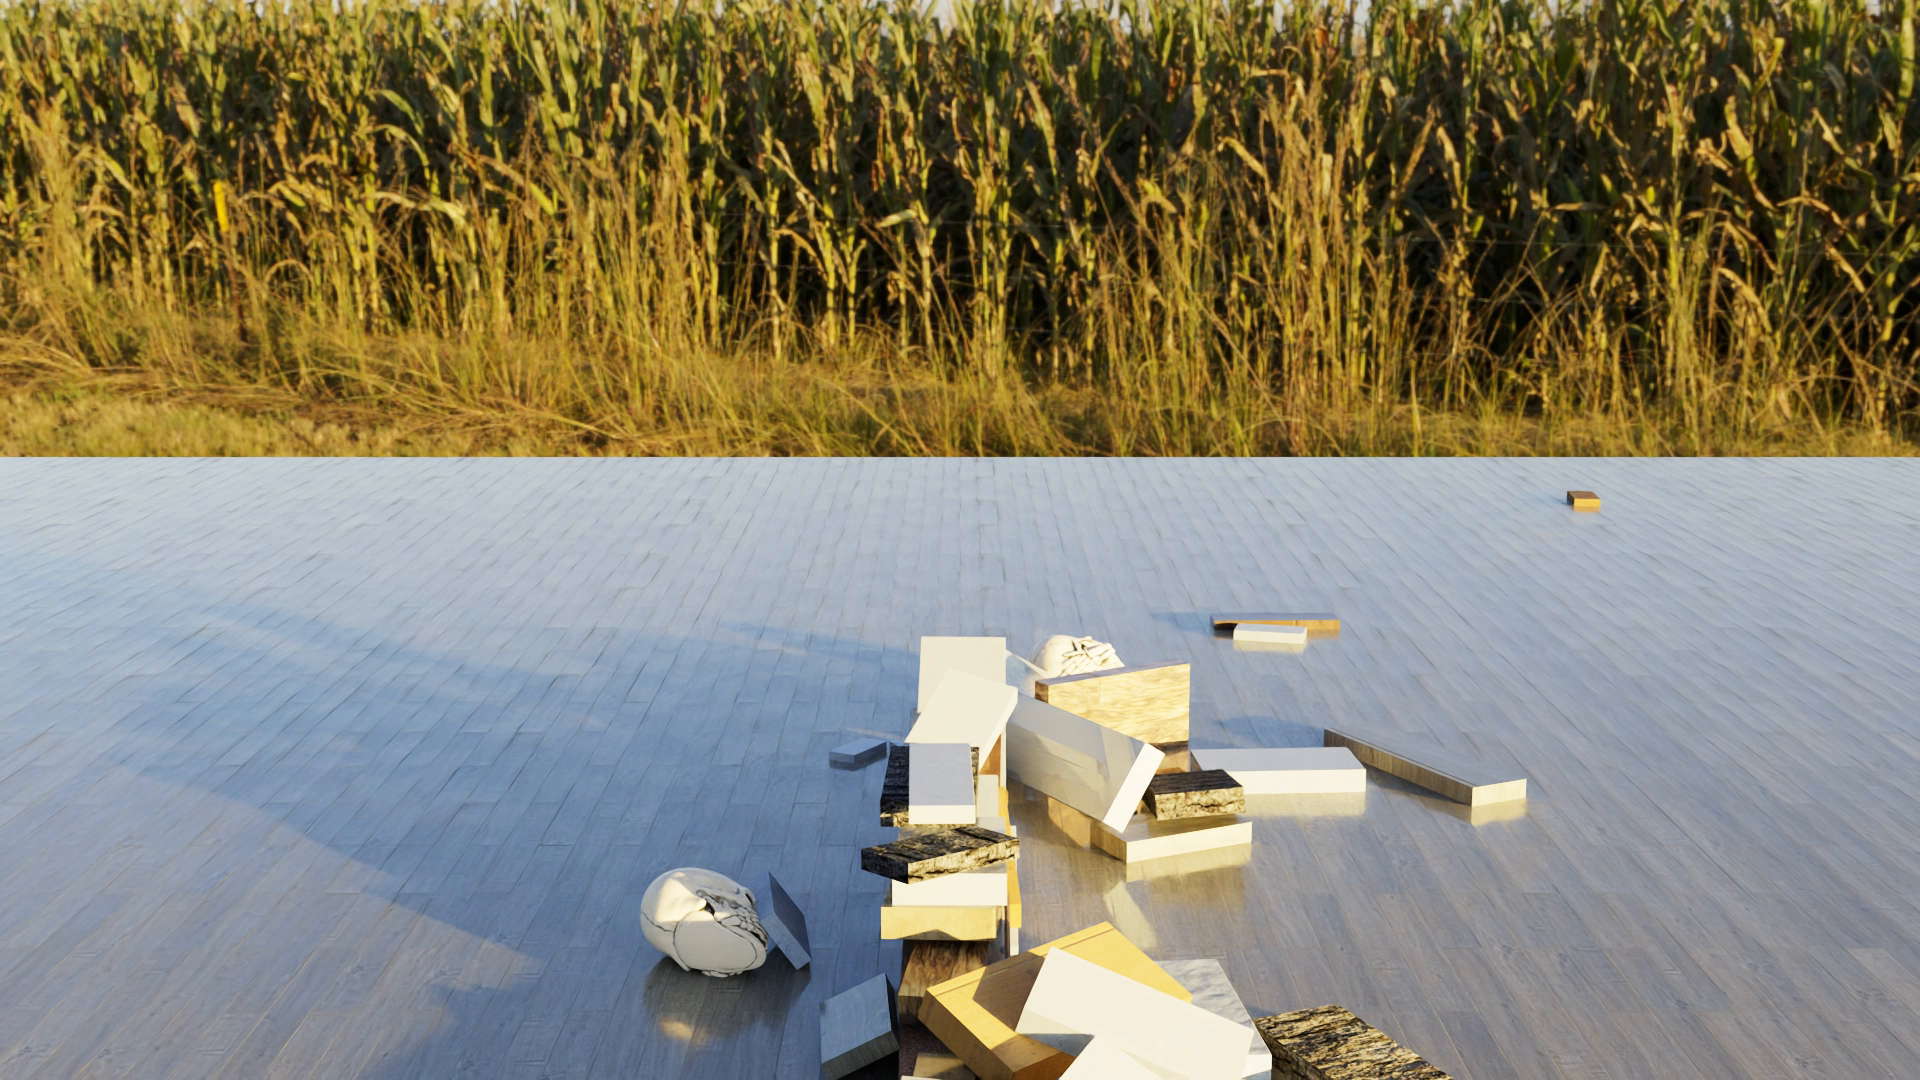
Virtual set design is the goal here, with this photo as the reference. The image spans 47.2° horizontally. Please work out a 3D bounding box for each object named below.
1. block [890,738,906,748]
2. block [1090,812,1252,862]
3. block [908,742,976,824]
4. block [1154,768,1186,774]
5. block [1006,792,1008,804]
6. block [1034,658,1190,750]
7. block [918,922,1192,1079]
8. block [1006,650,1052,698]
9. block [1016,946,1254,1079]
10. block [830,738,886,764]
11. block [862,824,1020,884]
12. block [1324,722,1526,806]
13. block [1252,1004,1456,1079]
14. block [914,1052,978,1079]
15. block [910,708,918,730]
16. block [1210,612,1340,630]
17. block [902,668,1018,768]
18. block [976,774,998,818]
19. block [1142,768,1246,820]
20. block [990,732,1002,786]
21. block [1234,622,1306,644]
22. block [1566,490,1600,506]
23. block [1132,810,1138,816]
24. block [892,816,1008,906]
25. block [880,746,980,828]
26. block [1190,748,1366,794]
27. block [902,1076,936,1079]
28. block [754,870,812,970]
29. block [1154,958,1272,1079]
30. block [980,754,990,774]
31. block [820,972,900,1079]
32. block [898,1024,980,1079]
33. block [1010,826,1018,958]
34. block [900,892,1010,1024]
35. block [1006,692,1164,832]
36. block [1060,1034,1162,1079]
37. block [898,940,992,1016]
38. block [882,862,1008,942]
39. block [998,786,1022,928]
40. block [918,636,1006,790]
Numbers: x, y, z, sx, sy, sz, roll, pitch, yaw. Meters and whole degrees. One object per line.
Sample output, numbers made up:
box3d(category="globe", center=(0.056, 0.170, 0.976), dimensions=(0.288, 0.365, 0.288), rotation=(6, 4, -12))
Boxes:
box3d(category="block", center=(-0.092, 0.429, 4.487), dimensions=(0.060, 0.017, 0.121), rotation=(-5, 12, -25))
box3d(category="block", center=(0.377, 0.522, 3.934), dimensions=(0.258, 0.037, 0.129), rotation=(-5, 12, -26))
box3d(category="block", center=(-0.029, 0.370, 3.370), dimensions=(0.097, 0.027, 0.320), rotation=(0, 11, -1))
box3d(category="block", center=(0.381, 0.466, 4.284), dimensions=(0.131, 0.018, 0.065), rotation=(-4, 11, -20))
box3d(category="block", center=(0.000, 0.524, 3.621), dimensions=(0.156, 0.044, 0.312), rotation=(1, 30, 1))
box3d(category="block", center=(0.311, 0.353, 4.468), dimensions=(0.350, 0.175, 0.050), rotation=(-6, 12, -31))
box3d(category="block", center=(0.130, 0.622, 2.934), dimensions=(0.345, 0.049, 0.172), rotation=(-11, 37, -43))
box3d(category="block", center=(0.137, 0.322, 4.684), dimensions=(0.175, 0.050, 0.350), rotation=(29, 9, -13))
box3d(category="block", center=(0.229, 0.638, 2.858), dimensions=(0.288, 0.041, 0.144), rotation=(21, 28, 8))
box3d(category="block", center=(-0.208, 0.429, 4.488), dimensions=(0.060, 0.017, 0.121), rotation=(6, 12, 30))
box3d(category="block", center=(-0.027, 0.445, 3.120), dimensions=(0.207, 0.029, 0.104), rotation=(-6, 9, -41))
box3d(category="block", center=(0.916, 0.441, 4.372), dimensions=(0.129, 0.037, 0.468), rotation=(-5, 12, -26))
box3d(category="block", center=(0.525, 0.704, 2.944), dimensions=(0.144, 0.041, 0.295), rotation=(-5, 11, -24))
box3d(category="block", center=(-0.021, 0.696, 2.798), dimensions=(0.079, 0.022, 0.158), rotation=(1, 11, 4))
box3d(category="block", center=(-0.021, 0.364, 4.225), dimensions=(0.146, 0.041, 0.293), rotation=(0, -13, -1))
box3d(category="block", center=(0.808, 0.209, 5.653), dimensions=(0.321, 0.024, 0.086), rotation=(0, 11, -2))
box3d(category="block", center=(-0.010, 0.332, 3.727), dimensions=(0.129, 0.037, 0.258), rotation=(15, 44, 17))
box3d(category="block", center=(0.008, 0.447, 3.498), dimensions=(0.107, 0.030, 0.213), rotation=(0, 28, 1))
box3d(category="block", center=(0.423, 0.464, 4.029), dimensions=(0.157, 0.044, 0.314), rotation=(-5, 0, 0))
box3d(category="block", center=(0.017, 0.378, 3.798), dimensions=(0.107, 0.030, 0.213), rotation=(1, 30, 1))
box3d(category="block", center=(0.779, 0.234, 5.519), dimensions=(0.172, 0.024, 0.086), rotation=(3, 11, 15))
box3d(category="block", center=(2.140, -0.143, 7.547), dimensions=(0.086, 0.024, 0.172), rotation=(1, 11, 7))
box3d(category="block", center=(0.277, 0.499, 4.110), dimensions=(0.063, 0.018, 0.127), rotation=(-4, 11, -20))
box3d(category="block", center=(-0.013, 0.469, 3.233), dimensions=(0.160, 0.045, 0.320), rotation=(0, 7, 1))
box3d(category="block", center=(-0.044, 0.386, 3.465), dimensions=(0.144, 0.041, 0.288), rotation=(0, 11, 2))
box3d(category="block", center=(0.619, 0.450, 4.299), dimensions=(0.314, 0.044, 0.157), rotation=(-1, 11, -3))
box3d(category="block", center=(-0.020, 0.741, 2.561), dimensions=(0.154, 0.044, 0.308), rotation=(4, 22, 9))
box3d(category="block", center=(-0.276, 0.589, 3.417), dimensions=(0.027, 0.097, 0.193), rotation=(-36, 13, 0))
box3d(category="block", center=(0.309, 0.675, 3.076), dimensions=(0.172, 0.049, 0.345), rotation=(-1, 11, -6))
box3d(category="block", center=(0.001, 0.393, 3.706), dimensions=(0.097, 0.027, 0.194), rotation=(-1, 42, 0))
box3d(category="block", center=(-0.140, 0.671, 3.039), dimensions=(0.103, 0.029, 0.207), rotation=(-26, 11, 1))
box3d(category="block", center=(-0.003, 0.715, 2.875), dimensions=(0.154, 0.044, 0.510), rotation=(0, 11, -1))
box3d(category="block", center=(0.011, 0.559, 3.461), dimensions=(0.156, 0.044, 0.312), rotation=(0, 28, 1))
box3d(category="block", center=(-0.005, 0.598, 3.161), dimensions=(0.154, 0.044, 0.308), rotation=(0, 18, 1))
box3d(category="block", center=(0.199, 0.407, 4.108), dimensions=(0.044, 0.157, 0.569), rotation=(32, -7, -21))
box3d(category="block", center=(0.123, 0.742, 2.505), dimensions=(0.172, 0.049, 0.595), rotation=(33, 20, 13))
box3d(category="block", center=(-0.018, 0.596, 3.049), dimensions=(0.103, 0.029, 0.207), rotation=(2, 18, 7))
box3d(category="block", center=(-0.019, 0.516, 3.223), dimensions=(0.160, 0.045, 0.320), rotation=(1, 7, 4))
box3d(category="block", center=(0.005, 0.500, 3.477), dimensions=(0.156, 0.044, 0.312), rotation=(-2, 28, -3))
box3d(category="block", center=(0.002, 0.348, 3.987), dimensions=(0.160, 0.045, 0.529), rotation=(1, 33, 1))
